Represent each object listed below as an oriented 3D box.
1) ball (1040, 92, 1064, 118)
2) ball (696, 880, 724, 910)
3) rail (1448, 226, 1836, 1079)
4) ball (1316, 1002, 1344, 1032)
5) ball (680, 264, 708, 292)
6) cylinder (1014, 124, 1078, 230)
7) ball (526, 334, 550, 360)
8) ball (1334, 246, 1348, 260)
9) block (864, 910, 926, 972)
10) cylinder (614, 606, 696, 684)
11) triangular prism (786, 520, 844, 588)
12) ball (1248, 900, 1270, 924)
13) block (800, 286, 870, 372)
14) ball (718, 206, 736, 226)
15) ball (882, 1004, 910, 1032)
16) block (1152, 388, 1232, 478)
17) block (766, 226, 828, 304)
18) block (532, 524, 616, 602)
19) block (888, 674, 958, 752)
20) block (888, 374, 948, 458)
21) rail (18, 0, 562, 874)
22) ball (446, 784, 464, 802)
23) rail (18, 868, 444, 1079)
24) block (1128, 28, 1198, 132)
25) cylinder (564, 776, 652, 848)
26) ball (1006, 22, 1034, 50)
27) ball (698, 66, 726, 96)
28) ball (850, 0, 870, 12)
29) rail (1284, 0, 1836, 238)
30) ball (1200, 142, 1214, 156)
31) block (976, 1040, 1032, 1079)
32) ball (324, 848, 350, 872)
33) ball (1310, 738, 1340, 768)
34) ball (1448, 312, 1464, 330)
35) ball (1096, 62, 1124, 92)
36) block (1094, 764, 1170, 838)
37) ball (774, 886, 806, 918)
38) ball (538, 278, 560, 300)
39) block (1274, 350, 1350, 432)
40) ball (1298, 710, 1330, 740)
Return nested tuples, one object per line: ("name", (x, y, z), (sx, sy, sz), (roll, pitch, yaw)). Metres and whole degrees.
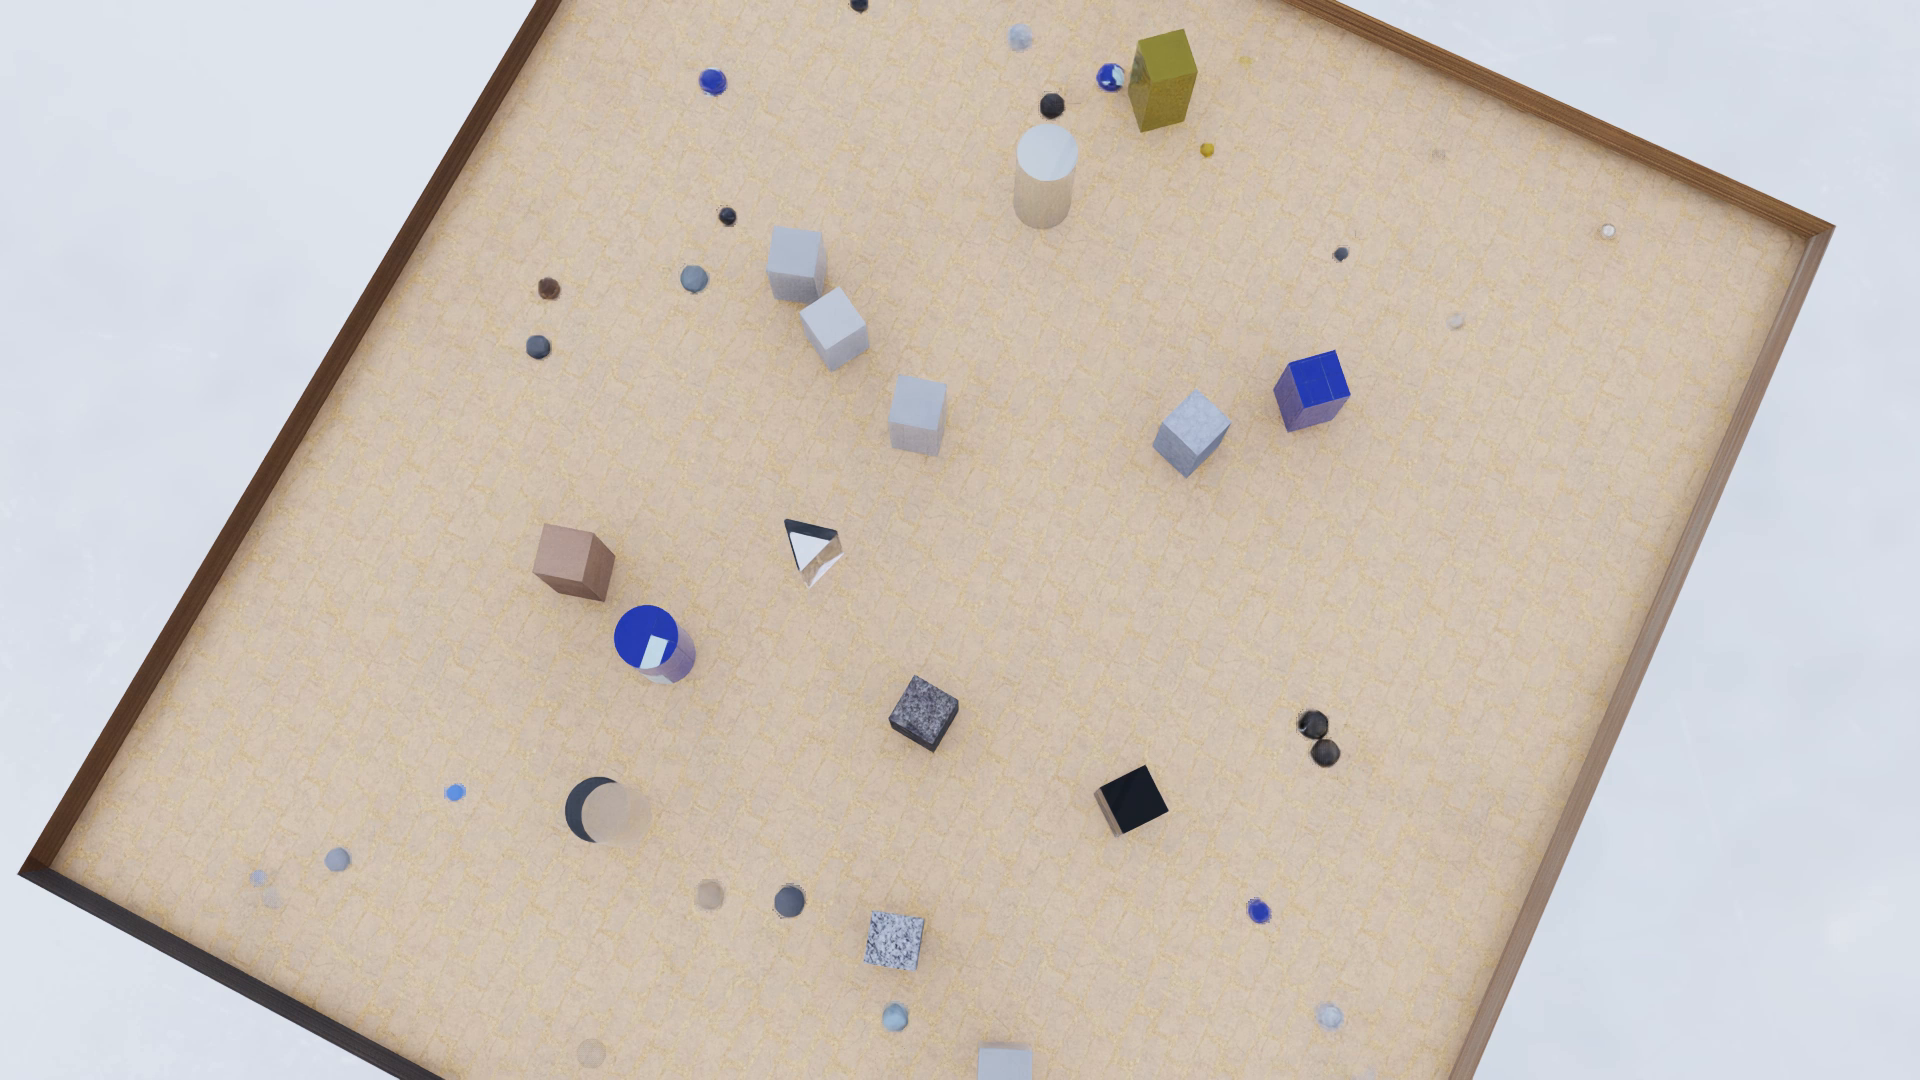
("ball", (0.295, -1.389, 5.862), (0.081, 0.081, 0.081), (0, 78, 0))
("ball", (-0.731, 1.040, 5.358), (0.085, 0.085, 0.085), (0, 78, 0))
("rail", (1.763, 0.870, 5.375), (0.045, 0.119, 4.214), (26, 80, 5))
("ball", (1.068, 1.377, 5.290), (0.082, 0.082, 0.082), (0, 78, 0))
("ball", (-0.834, -0.819, 5.741), (0.086, 0.086, 0.086), (0, 78, 0))
("cylinder", (0.261, -1.115, 5.647), (0.183, 0.392, 0.183), (0, 78, 0))
("ball", (-1.313, -0.601, 5.702), (0.076, 0.076, 0.076), (0, 78, 0))
("ball", (1.203, -0.903, 5.781), (0.043, 0.043, 0.043), (0, 78, 0))
("block", (-0.186, 1.148, 5.255), (0.146, 0.243, 0.146), (9, 78, 2))
("cylinder", (-0.890, 0.310, 5.371), (0.183, 0.356, 0.183), (0, 78, 0))
("triangular prism", (-0.459, 0.016, 5.461), (0.137, 0.298, 0.158), (43, 81, 8))
("ball", (0.875, 1.087, 5.357), (0.067, 0.067, 0.067), (0, 78, 0))
("block", (-0.384, -0.645, 5.632), (0.146, 0.231, 0.146), (-34, 80, -7))
("ball", (-0.736, -1.025, 5.799), (0.058, 0.058, 0.058), (0, 78, 0))
("ball", (-0.186, 1.380, 5.291), (0.079, 0.079, 0.079), (0, 78, 0))
("block", (0.698, -0.319, 5.535), (0.146, 0.289, 0.146), (44, 82, 8))
("block", (-0.502, -0.845, 5.660), (0.146, 0.257, 0.146), (8, 78, 2))
("block", (-1.139, 0.070, 5.425), (0.146, 0.345, 0.146), (11, 79, 2))
("block", (-0.104, 0.511, 5.366), (0.146, 0.282, 0.146), (30, 80, 6))
("block", (-0.125, -0.372, 5.534), (0.146, 0.311, 0.146), (12, 79, 2))
("rail", (-1.763, -0.857, 5.732), (0.045, 0.119, 4.214), (26, 80, 5))
("ball", (-1.498, 0.750, 5.436), (0.051, 0.051, 0.051), (0, 78, 0))
("rail", (-0.932, 1.831, 5.176), (3.990, 0.119, 0.045), (26, 80, 5))
("block", (0.631, -1.432, 5.730), (0.146, 0.356, 0.146), (-15, 79, -3))
("cylinder", (-1.007, 0.786, 5.269), (0.183, 0.363, 0.183), (0, 78, 0))
("ball", (0.193, -1.623, 5.907), (0.087, 0.087, 0.087), (0, 78, 0))
("ball", (-0.794, -1.472, 5.875), (0.089, 0.089, 0.089), (0, 78, 0))
("ball", (-0.326, -1.744, 5.945), (0.063, 0.063, 0.063), (0, 78, 0))
("rail", (0.932, -1.819, 5.931), (3.990, 0.119, 0.045), (26, 80, 5))
("ball", (0.790, -1.246, 5.850), (0.046, 0.046, 0.046), (0, 78, 0))
("block", (0.122, 1.497, 5.152), (0.146, 0.302, 0.146), (3, 78, 1))
("ball", (-1.829, 0.940, 5.386), (0.072, 0.072, 0.072), (0, 78, 0))
("ball", (1.085, 0.633, 5.442), (0.086, 0.086, 0.086), (0, 78, 0))
("ball", (1.552, -0.684, 5.731), (0.052, 0.052, 0.052), (0, 78, 0))
("ball", (0.483, -1.484, 5.877), (0.090, 0.090, 0.090), (0, 78, 0))
("block", (0.494, 0.762, 5.322), (0.146, 0.268, 0.146), (-26, 79, -5))
("ball", (-0.497, 1.057, 5.351), (0.091, 0.091, 0.091), (0, 78, 0))
("ball", (-1.288, -0.787, 5.743), (0.070, 0.070, 0.070), (0, 78, 0))
("block", (1.066, -0.449, 5.567), (0.146, 0.279, 0.146), (-16, 79, -3))
("ball", (1.053, 0.551, 5.456), (0.091, 0.091, 0.091), (0, 78, 0))
